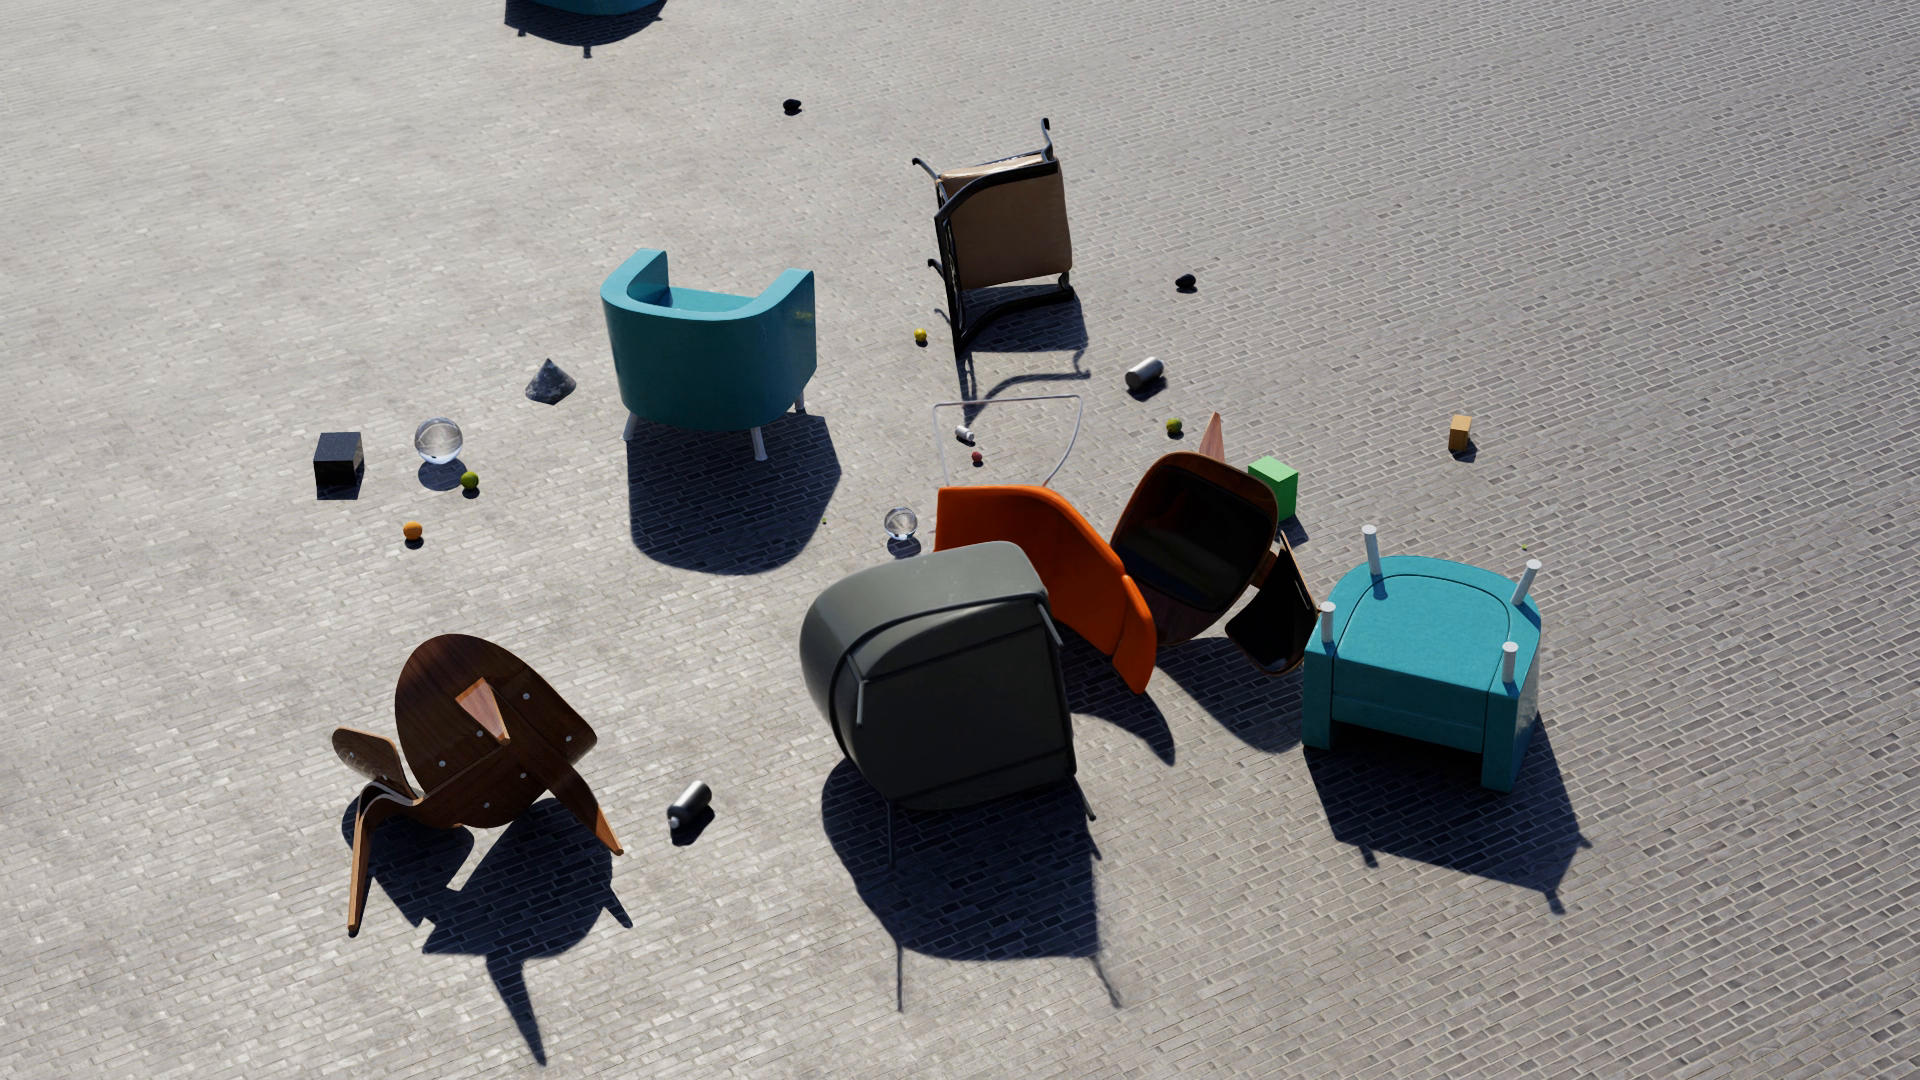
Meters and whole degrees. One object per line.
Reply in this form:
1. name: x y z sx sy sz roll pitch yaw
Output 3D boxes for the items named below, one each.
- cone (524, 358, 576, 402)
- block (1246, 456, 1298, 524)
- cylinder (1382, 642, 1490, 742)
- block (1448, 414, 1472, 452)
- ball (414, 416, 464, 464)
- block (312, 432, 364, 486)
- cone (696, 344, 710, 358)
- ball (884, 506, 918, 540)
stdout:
1. cone: -1.658 -0.674 11.837 0.190 0.143 0.229 24 40 32
2. block: 1.176 -0.191 11.063 0.106 0.188 0.158 -26 41 -34
3. cylinder: 1.621 0.516 9.987 0.289 0.191 0.308 -2 33 -9
4. block: 1.960 -0.420 11.497 0.069 0.094 0.111 9 34 13
5. ball: -2.020 -0.386 11.359 0.188 0.188 0.188 0 33 0
6. block: -2.399 -0.314 11.320 0.153 0.111 0.209 -1 33 -1
7. cone: -1.047 -0.766 12.079 0.047 0.076 0.084 41 44 -10
8. ball: -0.220 -0.062 10.922 0.127 0.127 0.127 0 33 0
